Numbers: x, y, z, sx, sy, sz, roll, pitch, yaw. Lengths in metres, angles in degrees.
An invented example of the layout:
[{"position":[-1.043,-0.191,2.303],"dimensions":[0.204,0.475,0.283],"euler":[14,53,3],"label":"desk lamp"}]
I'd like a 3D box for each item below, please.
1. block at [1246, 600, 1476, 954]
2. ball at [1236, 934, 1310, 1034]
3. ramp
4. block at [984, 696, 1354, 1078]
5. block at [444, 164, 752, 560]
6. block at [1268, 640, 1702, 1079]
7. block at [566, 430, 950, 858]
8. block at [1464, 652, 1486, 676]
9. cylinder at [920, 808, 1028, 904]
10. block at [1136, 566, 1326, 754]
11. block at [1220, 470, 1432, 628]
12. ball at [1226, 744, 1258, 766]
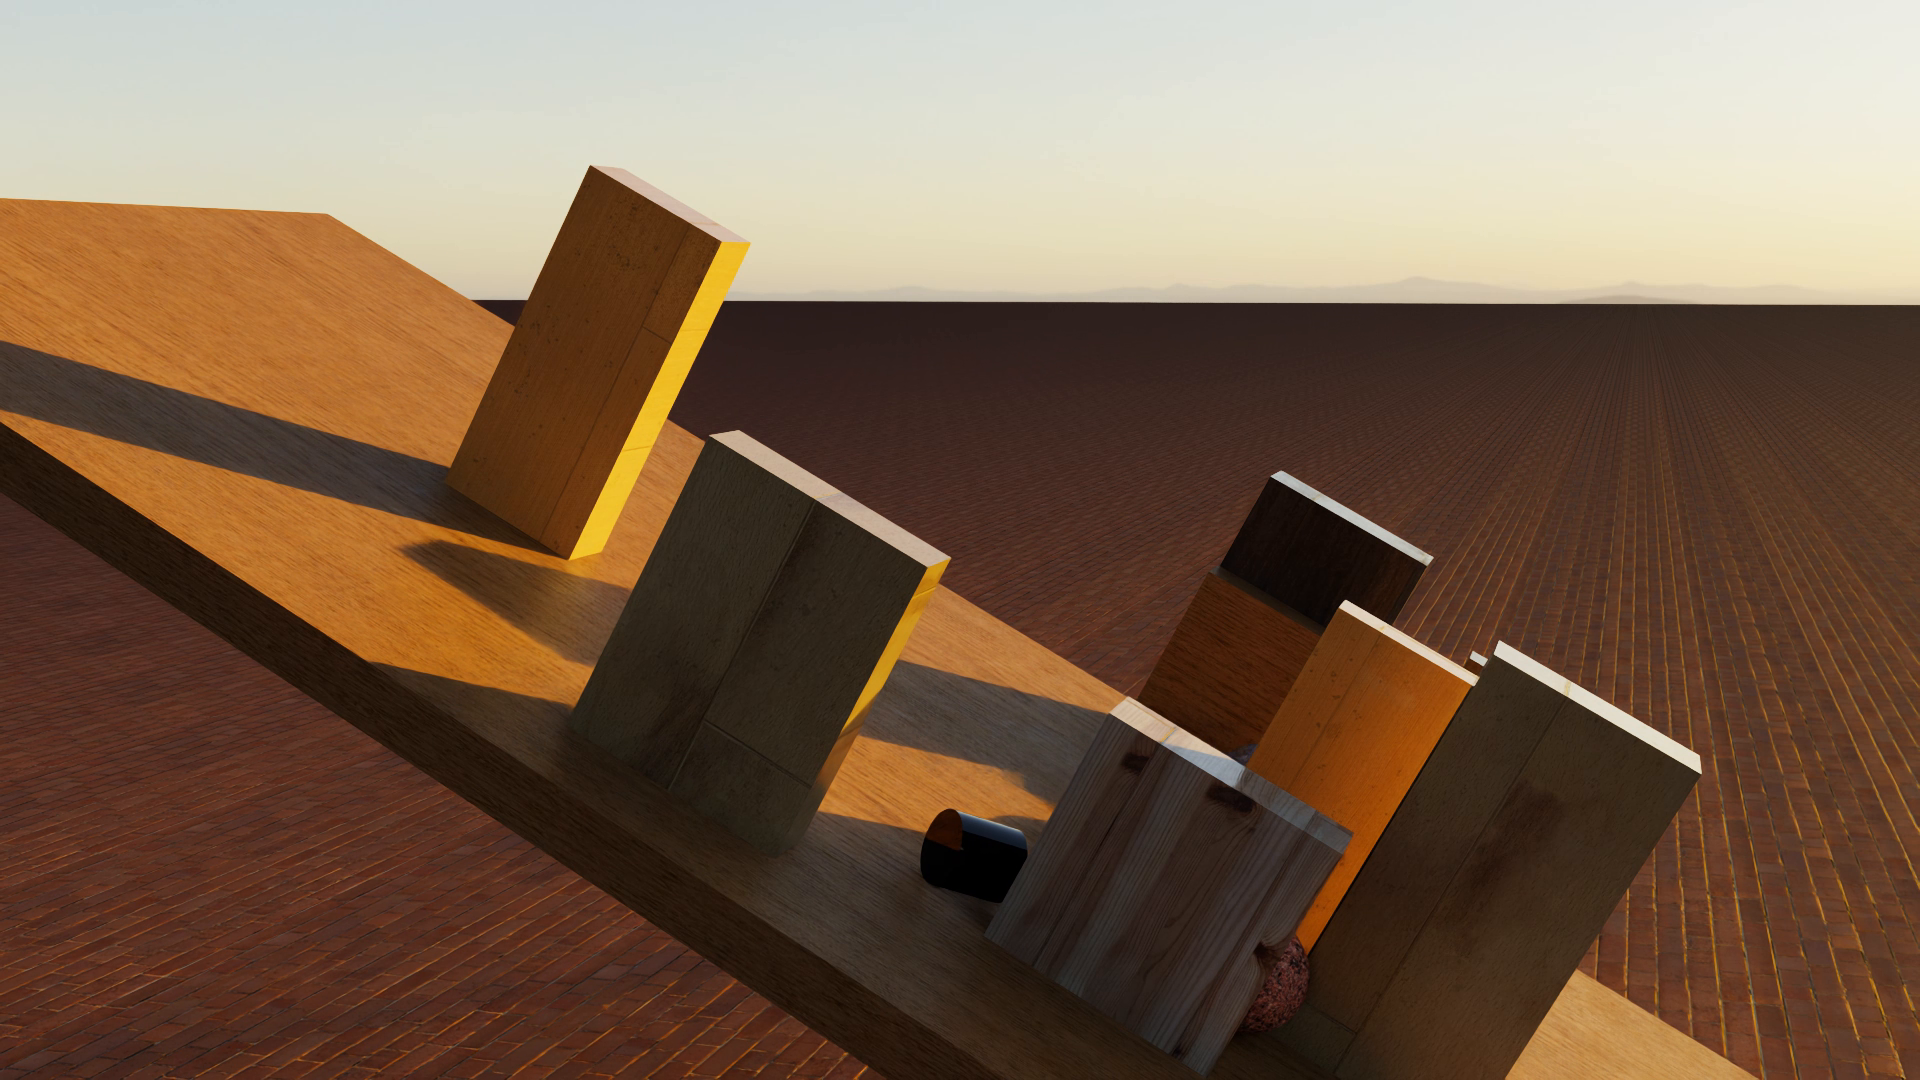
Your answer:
[{"position":[0.695,0.475,3.918],"dimensions":[0.385,0.620,0.096],"euler":[31,14,12],"label":"block"},{"position":[0.470,0.702,3.570],"dimensions":[0.195,0.195,0.195],"euler":[0,7,0],"label":"ball"},{"position":[-0.211,0.350,4.142],"dimensions":[4.000,0.100,2.000],"euler":[31,14,12],"label":"ramp"},{"position":[0.323,0.536,3.421],"dimensions":[0.407,0.418,0.136],"euler":[31,14,12],"label":"block"},{"position":[-0.677,-0.328,4.087],"dimensions":[0.292,0.664,0.136],"euler":[31,14,12],"label":"block"},{"position":[0.845,0.579,3.584],"dimensions":[0.361,0.739,0.140],"euler":[31,14,12],"label":"block"},{"position":[-0.312,0.157,3.364],"dimensions":[0.390,0.518,0.114],"euler":[31,14,12],"label":"block"},{"position":[0.905,0.536,4.103],"dimensions":[0.243,0.615,0.081],"euler":[31,14,12],"label":"block"},{"position":[0.022,0.510,3.551],"dimensions":[0.125,0.125,0.125],"euler":[21,-3,-27],"label":"cylinder"},{"position":[0.566,0.322,4.605],"dimensions":[0.318,0.428,0.108],"euler":[31,14,12],"label":"block"},{"position":[0.678,0.229,4.696],"dimensions":[0.370,0.646,0.146],"euler":[31,14,12],"label":"block"},{"position":[0.604,0.516,4.451],"dimensions":[0.207,0.207,0.207],"euler":[0,7,0],"label":"ball"}]
